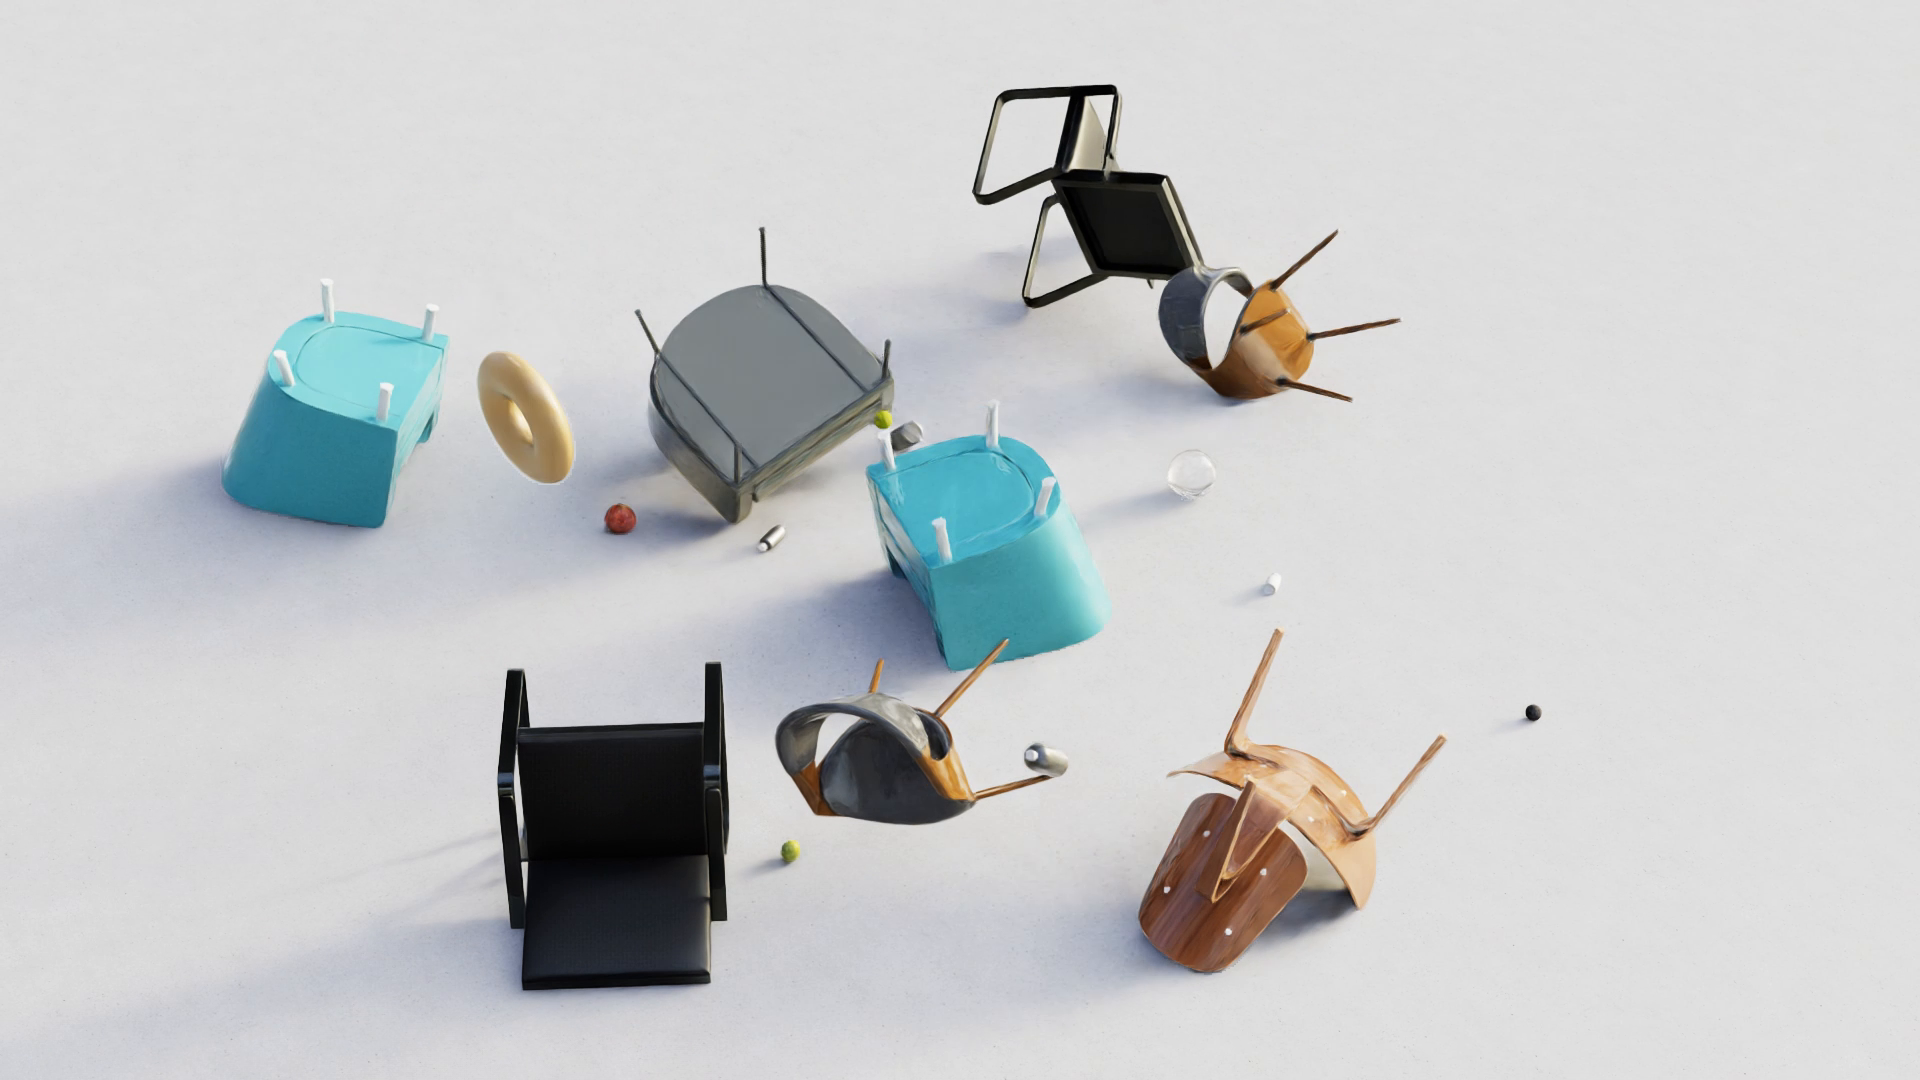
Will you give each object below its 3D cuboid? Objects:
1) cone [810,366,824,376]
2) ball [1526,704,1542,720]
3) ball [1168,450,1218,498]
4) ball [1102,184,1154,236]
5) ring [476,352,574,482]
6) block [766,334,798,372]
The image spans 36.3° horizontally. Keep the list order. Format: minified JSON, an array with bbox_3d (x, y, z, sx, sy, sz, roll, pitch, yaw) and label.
[{"bbox_3d":[-0.600,-0.694,11.977,0.062,0.047,0.063,-10,13,-26],"label":"cone"},{"bbox_3d":[1.956,0.588,10.000,0.057,0.057,0.057,0,33,0],"label":"ball"},{"bbox_3d":[0.884,-0.251,11.155,0.188,0.188,0.188,0,33,0],"label":"ball"},{"bbox_3d":[0.740,-1.455,12.944,0.229,0.229,0.229,0,33,0],"label":"ball"},{"bbox_3d":[-1.543,-0.435,10.394,0.125,0.522,0.506,-32,50,-28],"label":"ring"},{"bbox_3d":[-0.728,-0.767,11.990,0.069,0.111,0.094,24,21,-31],"label":"block"}]
